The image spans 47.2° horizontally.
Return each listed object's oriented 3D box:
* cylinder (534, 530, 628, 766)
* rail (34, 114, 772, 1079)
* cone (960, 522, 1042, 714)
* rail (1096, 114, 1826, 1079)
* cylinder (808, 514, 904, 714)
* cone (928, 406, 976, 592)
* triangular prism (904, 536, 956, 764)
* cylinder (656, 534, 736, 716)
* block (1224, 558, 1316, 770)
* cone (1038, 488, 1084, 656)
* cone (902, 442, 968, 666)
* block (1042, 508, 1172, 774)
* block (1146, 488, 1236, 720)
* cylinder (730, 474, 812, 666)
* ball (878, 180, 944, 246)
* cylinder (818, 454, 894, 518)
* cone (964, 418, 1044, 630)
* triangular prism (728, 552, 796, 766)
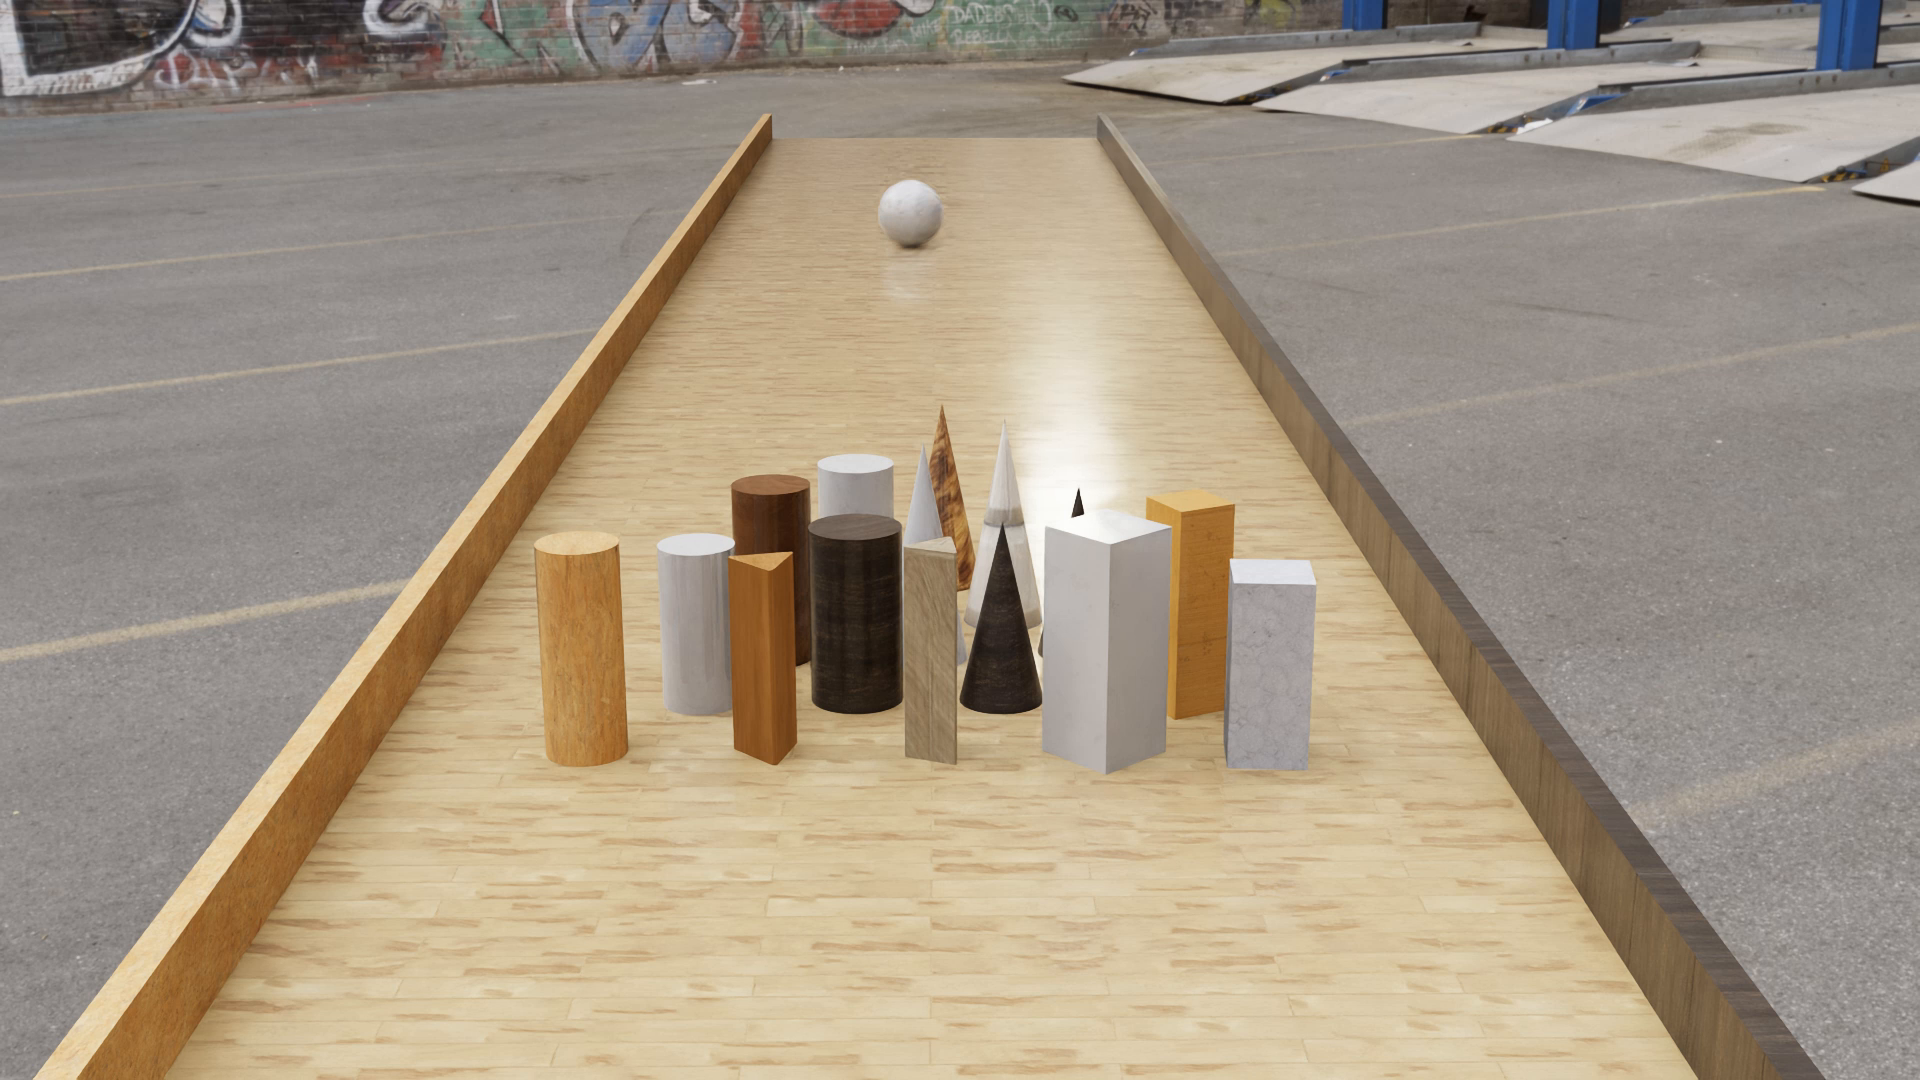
[{"bbox_3d":[-0.669,0.192,3.894,0.146,0.391,0.146,0,17,0],"label":"cylinder"},{"bbox_3d":[-1.118,-0.838,7.780,0.050,0.150,12.000,0,17,-1],"label":"rail"},{"bbox_3d":[0.079,0.134,4.153,0.162,0.355,0.162,0,17,0],"label":"cone"},{"bbox_3d":[0.932,-0.844,7.801,0.050,0.150,12.000,0,17,-1],"label":"rail"},{"bbox_3d":[-0.196,0.139,4.162,0.177,0.341,0.177,0,17,0],"label":"cylinder"},{"bbox_3d":[-0.039,-0.105,4.861,0.171,0.409,0.171,0,17,0],"label":"cone"},{"bbox_3d":[-0.036,0.193,3.891,0.100,0.392,0.087,7,18,22],"label":"triangular prism"},{"bbox_3d":[-0.492,0.158,4.145,0.145,0.314,0.145,0,17,0],"label":"cylinder"},{"bbox_3d":[0.545,0.219,3.888,0.141,0.343,0.141,1,17,4],"label":"block"},{"bbox_3d":[0.236,0.059,4.415,0.157,0.349,0.157,0,17,0],"label":"cone"},{"bbox_3d":[-0.072,0.020,4.374,0.178,0.448,0.178,0,17,0],"label":"cone"},{"bbox_3d":[0.258,0.177,3.891,0.157,0.421,0.157,-15,22,-41],"label":"block"},{"bbox_3d":[0.426,0.120,4.117,0.118,0.403,0.118,-9,19,-26],"label":"block"},{"bbox_3d":[-0.373,0.062,4.389,0.156,0.359,0.156,0,17,0],"label":"cylinder"},{"bbox_3d":[-0.211,-1.404,9.452,0.283,0.283,0.283,0,17,0],"label":"ball"},{"bbox_3d":[-0.219,-0.003,4.656,0.160,0.330,0.160,0,17,0],"label":"cylinder"},{"bbox_3d":[0.092,-0.043,4.601,0.169,0.439,0.169,0,17,0],"label":"cone"},{"bbox_3d":[-0.332,0.204,3.907,0.099,0.361,0.114,-16,23,-43],"label":"triangular prism"}]
